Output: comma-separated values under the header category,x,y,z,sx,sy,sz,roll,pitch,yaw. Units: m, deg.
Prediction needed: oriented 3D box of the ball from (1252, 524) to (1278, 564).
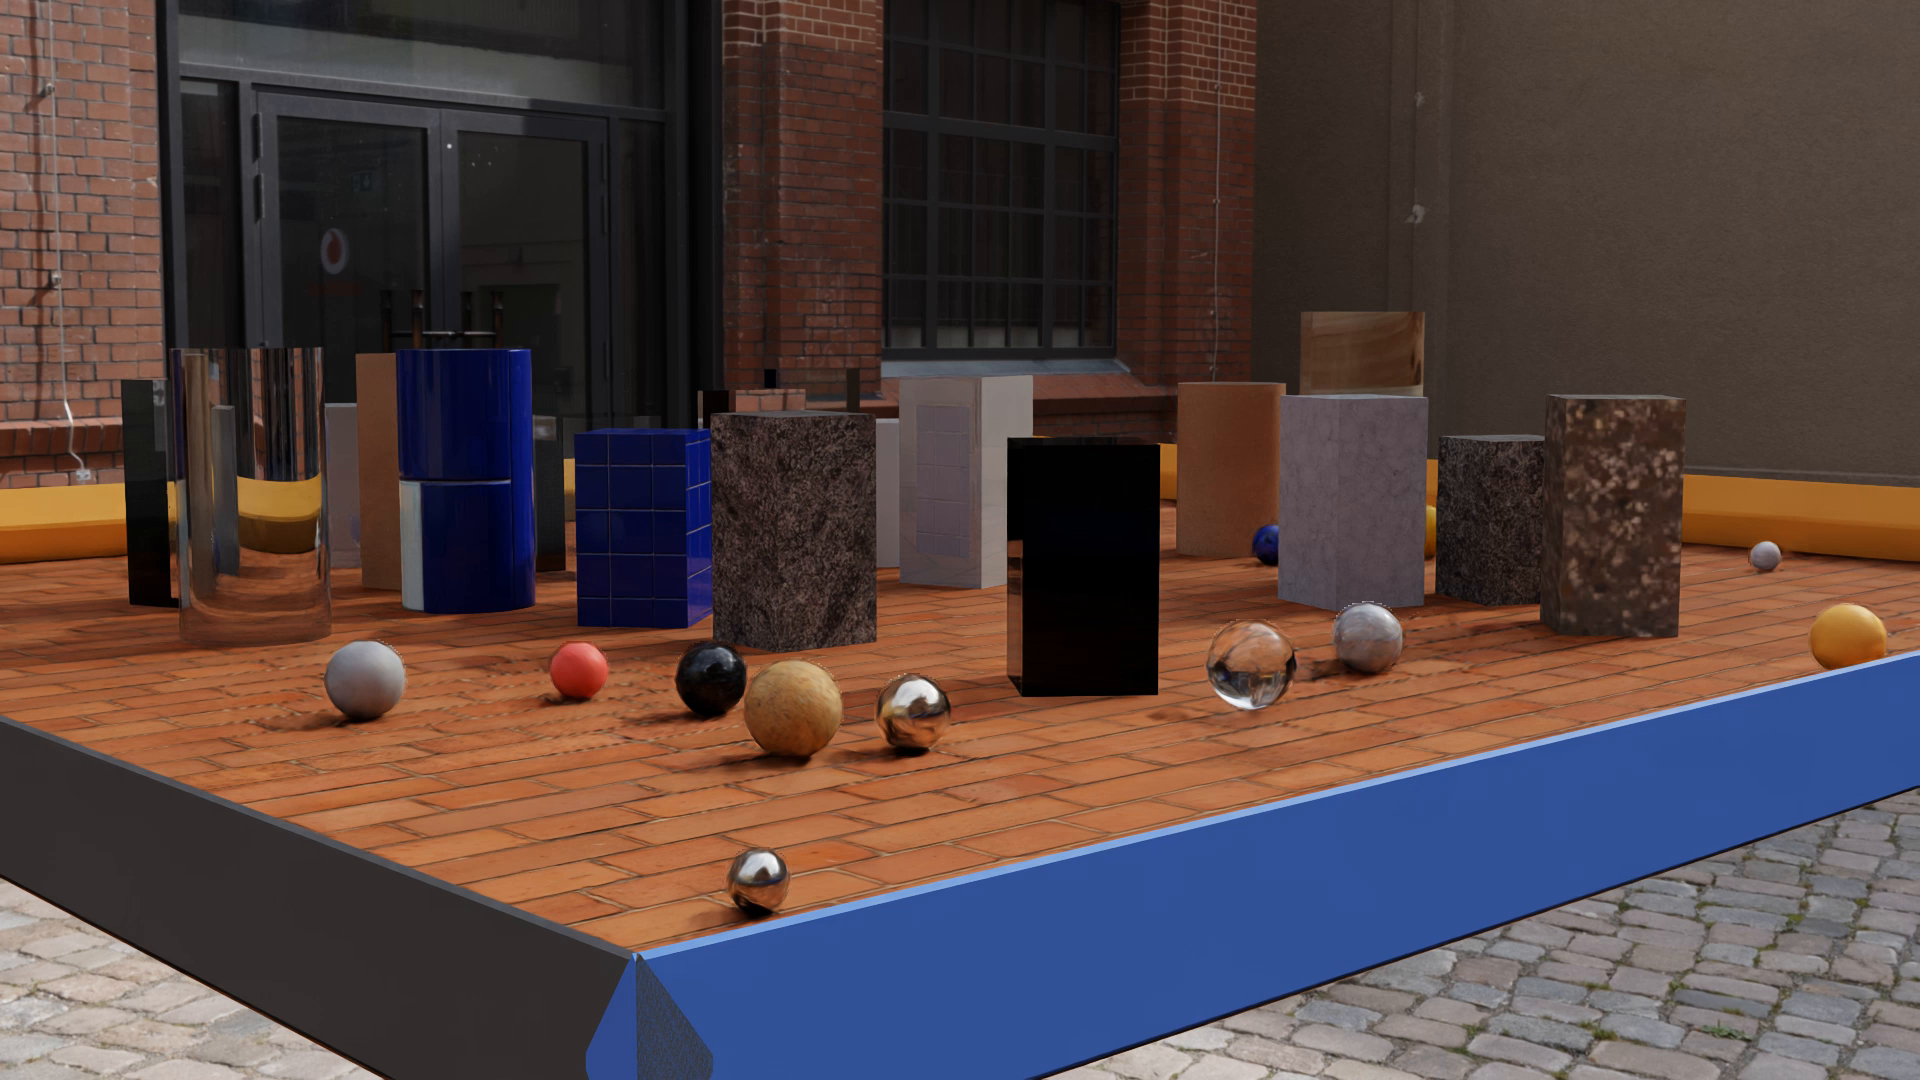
category,x,y,z,sx,sy,sz,roll,pitch,yaw
ball,0.550,0.008,3.869,0.071,0.071,0.071,0,6,0

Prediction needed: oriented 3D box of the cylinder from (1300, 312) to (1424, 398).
category,x,y,z,sx,sy,sz,roll,pitch,yaw
cylinder,0.654,-0.151,3.596,0.199,0.443,0.199,0,6,0

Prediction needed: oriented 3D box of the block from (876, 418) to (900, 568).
category,x,y,z,sx,sy,sz,roll,pitch,yaw
block,-0.100,-0.087,3.908,0.159,0.251,0.159,-1,6,-14

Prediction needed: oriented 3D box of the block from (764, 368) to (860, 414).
category,x,y,z,sx,sy,sz,roll,pitch,yaw
block,-0.289,-0.172,4.334,0.159,0.332,0.159,1,6,7

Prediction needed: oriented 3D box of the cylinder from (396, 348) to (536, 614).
category,x,y,z,sx,sy,sz,roll,pitch,yaw
cylinder,-0.745,-0.094,3.320,0.199,0.387,0.199,0,6,0

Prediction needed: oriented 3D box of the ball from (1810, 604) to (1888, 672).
category,x,y,z,sx,sy,sz,roll,pitch,yaw
ball,1.085,0.123,2.686,0.088,0.088,0.088,0,6,0

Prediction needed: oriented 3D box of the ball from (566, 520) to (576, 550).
category,x,y,z,sx,sy,sz,roll,pitch,yaw
ball,-0.691,-0.011,4.062,0.068,0.068,0.068,0,6,0

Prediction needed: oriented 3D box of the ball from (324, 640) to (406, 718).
category,x,y,z,sx,sy,sz,roll,pitch,yaw
ball,-0.651,0.153,2.408,0.086,0.086,0.086,0,6,0

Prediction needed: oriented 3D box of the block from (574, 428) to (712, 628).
category,x,y,z,sx,sy,sz,roll,pitch,yaw
block,-0.453,-0.020,3.169,0.159,0.272,0.159,1,6,7

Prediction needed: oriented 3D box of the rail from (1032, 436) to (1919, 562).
category,x,y,z,sx,sy,sz,roll,pitch,yaw
rail,1.196,-0.081,4.429,0.045,0.129,3.110,-5,8,-42

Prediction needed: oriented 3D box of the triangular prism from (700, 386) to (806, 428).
category,x,y,z,sx,sy,sz,roll,pitch,yaw
triangular prism,-0.348,-0.074,3.434,0.172,0.325,0.149,-3,7,-26

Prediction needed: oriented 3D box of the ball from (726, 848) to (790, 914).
category,x,y,z,sx,sy,sz,roll,pitch,yaw
ball,-0.149,0.253,1.631,0.048,0.048,0.048,0,6,0

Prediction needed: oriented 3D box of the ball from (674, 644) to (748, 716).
category,x,y,z,sx,sy,sz,roll,pitch,yaw
ball,-0.275,0.154,2.428,0.080,0.080,0.080,0,6,0

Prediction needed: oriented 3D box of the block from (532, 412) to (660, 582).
category,x,y,z,sx,sy,sz,roll,pitch,yaw
block,-0.614,-0.077,3.725,0.159,0.269,0.159,-4,7,-36

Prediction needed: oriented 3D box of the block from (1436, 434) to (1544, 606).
category,x,y,z,sx,sy,sz,roll,pitch,yaw
block,0.851,-0.034,3.415,0.159,0.249,0.159,-2,6,-17

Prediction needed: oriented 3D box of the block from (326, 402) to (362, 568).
category,x,y,z,sx,sy,sz,roll,pitch,yaw
block,-1.055,-0.101,3.907,0.159,0.279,0.159,-2,6,-20

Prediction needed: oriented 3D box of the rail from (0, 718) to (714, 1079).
category,x,y,z,sx,sy,sz,roll,pitch,yaw
rail,-1.196,0.148,2.234,0.045,0.129,3.110,-5,8,-42

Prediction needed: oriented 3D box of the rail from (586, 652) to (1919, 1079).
category,x,y,z,sx,sy,sz,roll,pitch,yaw
rail,1.039,0.150,2.212,3.302,0.129,0.045,-5,8,-42

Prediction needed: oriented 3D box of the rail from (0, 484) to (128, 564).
category,x,y,z,sx,sy,sz,roll,pitch,yaw
rail,-1.039,-0.083,4.451,3.302,0.129,0.045,-5,8,-42

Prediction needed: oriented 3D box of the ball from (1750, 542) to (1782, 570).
category,x,y,z,sx,sy,sz,roll,pitch,yaw
ball,1.386,0.027,3.782,0.051,0.051,0.051,0,6,0

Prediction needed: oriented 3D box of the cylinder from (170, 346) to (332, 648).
category,x,y,z,sx,sy,sz,roll,pitch,yaw
cylinder,-0.965,-0.064,2.998,0.199,0.395,0.199,0,6,0

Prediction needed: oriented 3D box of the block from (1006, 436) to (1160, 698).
category,x,y,z,sx,sy,sz,roll,pitch,yaw
block,0.144,0.028,2.614,0.159,0.291,0.159,-1,6,-5

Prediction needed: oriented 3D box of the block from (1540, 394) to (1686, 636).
category,x,y,z,sx,sy,sz,roll,pitch,yaw
block,0.912,-0.038,3.082,0.159,0.325,0.159,1,6,5

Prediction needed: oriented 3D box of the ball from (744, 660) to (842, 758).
category,x,y,z,sx,sy,sz,roll,pitch,yaw
ball,-0.167,0.169,2.194,0.098,0.098,0.098,0,6,0

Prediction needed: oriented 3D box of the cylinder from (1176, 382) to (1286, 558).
category,x,y,z,sx,sy,sz,roll,pitch,yaw
cylinder,0.501,-0.133,4.064,0.199,0.312,0.199,0,6,0

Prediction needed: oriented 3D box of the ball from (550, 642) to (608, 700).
category,x,y,z,sx,sy,sz,roll,pitch,yaw
ball,-0.438,0.150,2.530,0.065,0.065,0.065,0,6,0

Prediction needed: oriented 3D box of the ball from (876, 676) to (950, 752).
category,x,y,z,sx,sy,sz,roll,pitch,yaw
ball,-0.047,0.176,2.230,0.076,0.076,0.076,0,6,0

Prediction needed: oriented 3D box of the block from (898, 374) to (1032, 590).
category,x,y,z,sx,sy,sz,roll,pitch,yaw
block,0.010,-0.101,3.623,0.159,0.339,0.159,4,7,33

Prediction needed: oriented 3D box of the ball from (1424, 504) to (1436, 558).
category,x,y,z,sx,sy,sz,roll,pitch,yaw
ball,0.836,-0.014,3.957,0.097,0.097,0.097,0,6,0

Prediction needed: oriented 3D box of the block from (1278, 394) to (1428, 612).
category,x,y,z,sx,sy,sz,roll,pitch,yaw
block,0.598,-0.062,3.359,0.159,0.315,0.159,-3,7,-24

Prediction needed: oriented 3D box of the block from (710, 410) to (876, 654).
category,x,y,z,sx,sy,sz,roll,pitch,yaw
block,-0.224,-0.016,2.963,0.159,0.307,0.159,-5,8,-39

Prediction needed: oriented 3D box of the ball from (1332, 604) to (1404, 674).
category,x,y,z,sx,sy,sz,roll,pitch,yaw
ball,0.502,0.122,2.708,0.086,0.086,0.086,0,6,0

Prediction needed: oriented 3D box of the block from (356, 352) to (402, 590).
category,x,y,z,sx,sy,sz,roll,pitch,yaw
block,-0.859,-0.114,3.569,0.159,0.376,0.159,4,7,32

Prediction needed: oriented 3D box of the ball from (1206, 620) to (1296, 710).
category,x,y,z,sx,sy,sz,roll,pitch,yaw
ball,0.327,0.140,2.466,0.099,0.099,0.099,0,6,0

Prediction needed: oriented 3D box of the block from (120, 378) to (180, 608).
category,x,y,z,sx,sy,sz,roll,pitch,yaw
block,-1.158,-0.076,3.368,0.159,0.342,0.159,3,7,25
